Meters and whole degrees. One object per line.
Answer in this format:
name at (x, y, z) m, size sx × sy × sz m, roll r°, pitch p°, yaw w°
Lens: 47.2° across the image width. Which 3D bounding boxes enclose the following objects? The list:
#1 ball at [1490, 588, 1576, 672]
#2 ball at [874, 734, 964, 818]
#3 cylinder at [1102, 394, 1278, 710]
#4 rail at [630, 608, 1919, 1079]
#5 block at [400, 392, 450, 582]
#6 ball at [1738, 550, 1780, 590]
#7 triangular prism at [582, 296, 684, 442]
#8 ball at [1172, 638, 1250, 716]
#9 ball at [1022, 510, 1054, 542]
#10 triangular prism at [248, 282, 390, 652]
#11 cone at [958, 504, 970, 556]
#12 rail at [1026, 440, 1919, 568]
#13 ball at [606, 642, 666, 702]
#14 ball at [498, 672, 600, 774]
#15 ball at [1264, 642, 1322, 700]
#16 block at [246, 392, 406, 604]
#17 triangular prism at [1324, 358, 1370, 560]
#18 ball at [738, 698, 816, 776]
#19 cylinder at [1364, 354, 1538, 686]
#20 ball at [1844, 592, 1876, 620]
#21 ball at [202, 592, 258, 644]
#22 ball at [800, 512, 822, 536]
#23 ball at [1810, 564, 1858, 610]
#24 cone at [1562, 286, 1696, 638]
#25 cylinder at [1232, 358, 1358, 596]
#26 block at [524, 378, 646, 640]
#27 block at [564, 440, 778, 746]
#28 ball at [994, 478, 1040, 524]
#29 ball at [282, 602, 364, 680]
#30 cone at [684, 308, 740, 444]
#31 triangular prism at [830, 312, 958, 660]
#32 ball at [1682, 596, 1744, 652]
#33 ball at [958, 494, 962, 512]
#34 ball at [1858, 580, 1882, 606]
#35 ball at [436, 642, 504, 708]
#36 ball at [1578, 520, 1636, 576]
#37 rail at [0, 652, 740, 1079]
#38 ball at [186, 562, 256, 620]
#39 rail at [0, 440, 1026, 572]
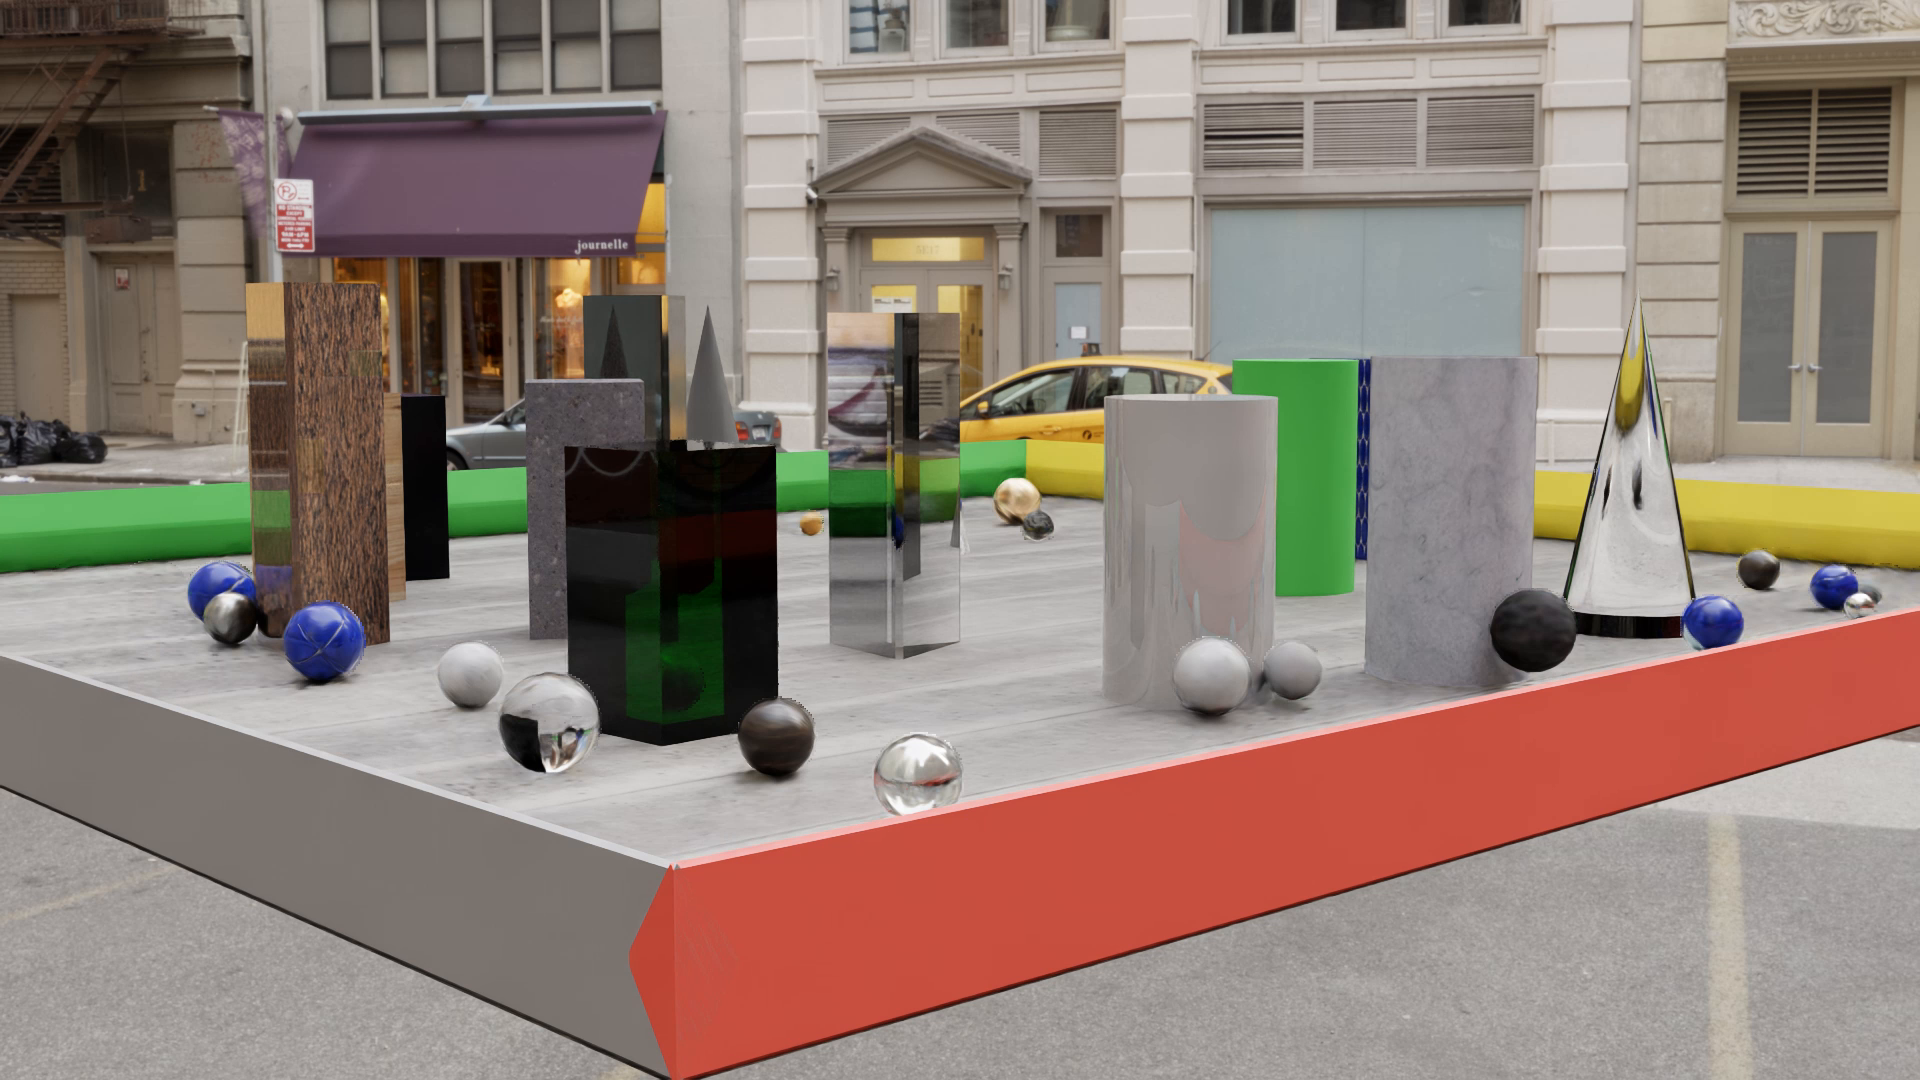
ball at (0.672, 0.106, 2.577) m, size 0.098 × 0.098 × 0.098 m, roll 0°, pitch 6°, yaw 0°
ball at (-0.036, 0.208, 1.914) m, size 0.078 × 0.078 × 0.078 m, roll 0°, pitch 6°, yaw 0°
cylinder at (0.264, 0.008, 2.536) m, size 0.199 × 0.346 × 0.199 m, roll 0°, pitch 6°, yaw 0°
rail at (0.947, 0.140, 2.311) m, size 3.066 × 0.129 × 0.045 m, roll -5°, pitch 8°, yaw -42°
block at (-0.963, -0.090, 3.681) m, size 0.159 × 0.304 × 0.159 m, roll -4°, pitch 7°, yaw -33°
ball at (1.279, 0.048, 3.520) m, size 0.064 × 0.064 × 0.064 m, roll 0°, pitch 6°, yaw 0°
triangular prism at (-0.499, -0.165, 3.603) m, size 0.172 × 0.469 × 0.149 m, roll 4°, pitch 7°, yaw 32°
ball at (0.275, 0.150, 2.409) m, size 0.085 × 0.085 × 0.085 m, roll 0°, pitch 6°, yaw 0°
ball at (0.151, -0.026, 4.249) m, size 0.060 × 0.060 × 0.060 m, roll 0°, pitch 6°, yaw 0°
triangular prism at (-0.833, -0.098, 2.907) m, size 0.149 × 0.480 × 0.172 m, roll -4°, pitch 7°, yaw -33°
cone at (-0.080, -0.194, 4.058) m, size 0.199 × 0.433 × 0.199 m, roll 0°, pitch 6°, yaw 0°
rail at (1.109, -0.073, 4.350) m, size 0.045 × 0.129 × 2.841 m, roll -5°, pitch 8°, yaw -42°
ball at (-0.369, 0.151, 2.508) m, size 0.068 × 0.068 × 0.068 m, roll 0°, pitch 6°, yaw 0°
ball at (-0.397, 0.177, 2.124) m, size 0.097 × 0.097 × 0.097 m, roll 0°, pitch 6°, yaw 0°
ball at (0.375, 0.148, 2.480) m, size 0.064 × 0.064 × 0.064 m, roll 0°, pitch 6°, yaw 0°
block at (-0.965, -0.064, 3.356) m, size 0.159 × 0.319 × 0.159 m, roll 3°, pitch 7°, yaw 29°
triangular prism at (0.751, -0.152, 4.017) m, size 0.149 × 0.359 × 0.172 m, roll -5°, pitch 8°, yaw -42°
ball at (-0.176, 0.190, 2.114) m, size 0.074 × 0.074 × 0.074 m, roll 0°, pitch 6°, yaw 0°
cylinder at (0.600, -0.030, 2.692) m, size 0.199 × 0.389 × 0.199 m, roll 0°, pitch 6°, yaw 0°
ball at (1.294, 0.096, 3.164) m, size 0.041 × 0.041 × 0.041 m, roll 0°, pitch 6°, yaw 0°
ball at (-0.972, 0.103, 2.932) m, size 0.070 × 0.070 × 0.070 m, roll 0°, pitch 6°, yaw 0°
ball at (-0.296, -0.032, 4.372) m, size 0.045 × 0.045 × 0.045 m, roll 0°, pitch 6°, yaw 0°
ball at (1.306, 0.071, 3.286) m, size 0.067 × 0.067 × 0.067 m, roll 0°, pitch 6°, yaw 0°
cone at (0.940, -0.114, 3.068) m, size 0.199 × 0.479 × 0.199 m, roll 0°, pitch 6°, yaw 0°
cylinder at (0.534, -0.104, 3.520) m, size 0.199 × 0.366 × 0.199 m, roll 0°, pitch 6°, yaw 0°
block at (-0.520, -0.047, 3.060) m, size 0.159 × 0.348 × 0.159 m, roll -1°, pitch 6°, yaw -10°
block at (-0.308, 0.050, 2.351) m, size 0.159 × 0.302 × 0.159 m, roll 6°, pitch 8°, yaw 44°
ball at (0.119, -0.081, 4.587) m, size 0.099 × 0.099 × 0.099 m, roll 0°, pitch 6°, yaw 0°
ball at (-0.770, 0.123, 2.658) m, size 0.094 × 0.094 × 0.094 m, roll 0°, pitch 6°, yaw 0°
cone at (-0.467, -0.211, 4.100) m, size 0.199 × 0.458 × 0.199 m, roll 0°, pitch 6°, yaw 0°
triangular prism at (-0.064, -0.078, 2.907) m, size 0.149 × 0.442 × 0.172 m, roll -4°, pitch 7°, yaw -34°
ball at (0.977, 0.111, 2.855) m, size 0.077 × 0.077 × 0.077 m, roll 0°, pitch 6°, yaw 0°
ball at (-0.031, -0.075, 4.652) m, size 0.074 × 0.074 × 0.074 m, roll 0°, pitch 6°, yaw 0°
ball at (1.359, 0.080, 3.298) m, size 0.044 × 0.044 × 0.044 m, roll 0°, pitch 6°, yaw 0°
ball at (-0.551, 0.152, 2.474) m, size 0.074 × 0.074 × 0.074 m, roll 0°, pitch 6°, yaw 0°
ball at (1.092, 0.013, 3.713) m, size 0.093 × 0.093 × 0.093 m, roll 0°, pitch 6°, yaw 0°
rail at (-1.109, 0.140, 2.314) m, size 0.045 × 0.129 × 2.841 m, roll -5°, pitch 8°, yaw -42°
ball at (-1.043, 0.077, 3.107) m, size 0.092 × 0.092 × 0.092 m, roll 0°, pitch 6°, yaw 0°
rail at (-0.947, -0.073, 4.353) m, size 3.066 × 0.129 × 0.045 m, roll -5°, pitch 8°, yaw -42°
